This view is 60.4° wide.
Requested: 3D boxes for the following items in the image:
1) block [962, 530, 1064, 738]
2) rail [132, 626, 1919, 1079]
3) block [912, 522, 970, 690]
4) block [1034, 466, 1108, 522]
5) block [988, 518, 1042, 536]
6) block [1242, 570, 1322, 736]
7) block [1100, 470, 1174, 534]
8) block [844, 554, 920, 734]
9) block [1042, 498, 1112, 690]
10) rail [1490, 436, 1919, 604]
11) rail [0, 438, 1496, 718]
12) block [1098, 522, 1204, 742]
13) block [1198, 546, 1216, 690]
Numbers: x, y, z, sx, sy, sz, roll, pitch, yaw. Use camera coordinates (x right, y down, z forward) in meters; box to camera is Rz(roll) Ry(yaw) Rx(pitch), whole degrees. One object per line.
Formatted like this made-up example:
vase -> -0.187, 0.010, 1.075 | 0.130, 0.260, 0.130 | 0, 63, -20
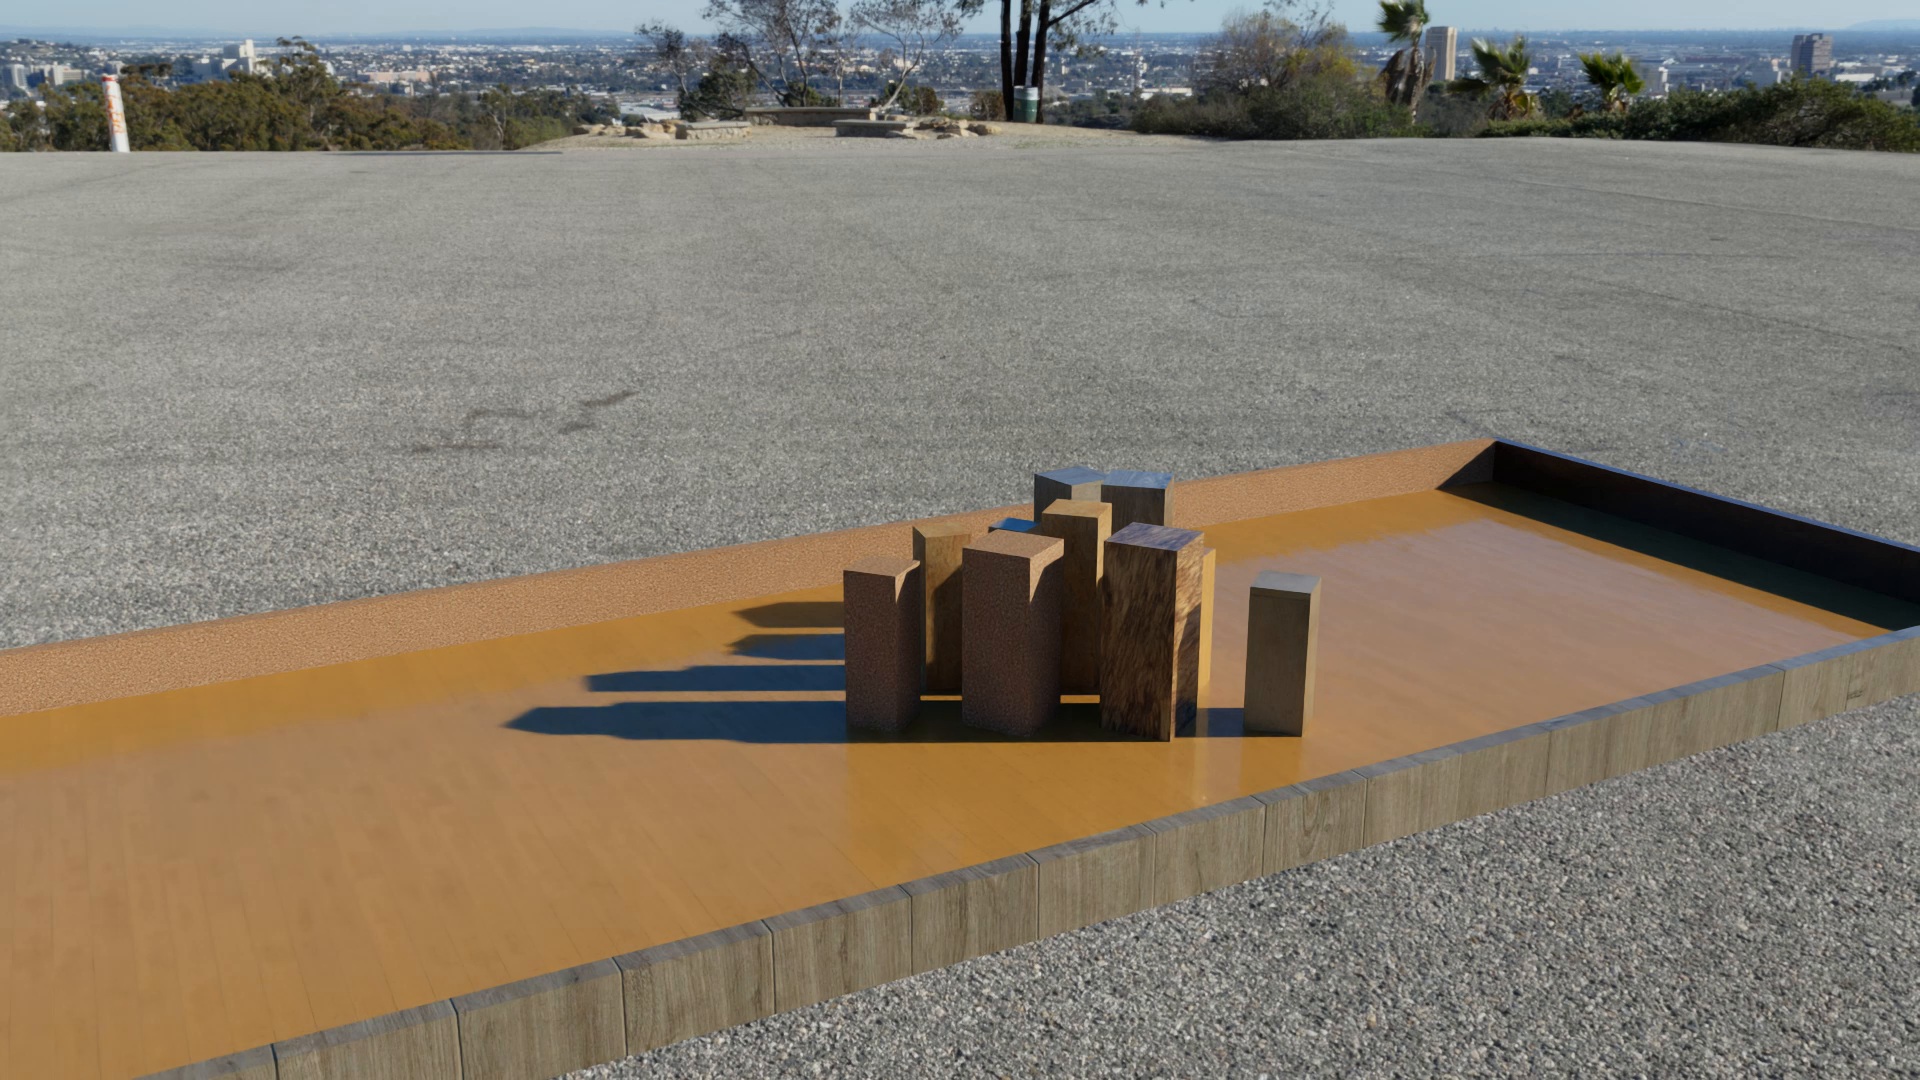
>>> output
block -> 0.123, 0.215, 3.852 | 0.173, 0.434, 0.173 | 9, 19, 28
rail -> -2.336, 1.006, 1.665 | 12.000, 0.150, 0.050 | -9, 18, -27
block -> -0.045, 0.164, 4.099 | 0.115, 0.394, 0.115 | -5, 17, -17
block -> 0.319, 0.014, 4.594 | 0.164, 0.401, 0.164 | -11, 20, -34
block -> 0.145, 0.117, 4.375 | 0.105, 0.328, 0.105 | 9, 19, 29
block -> 0.750, 0.262, 3.844 | 0.138, 0.349, 0.138 | 6, 18, 21
block -> 0.462, 0.062, 4.334 | 0.164, 0.457, 0.164 | 4, 17, 15
block -> -0.181, 0.241, 3.856 | 0.132, 0.382, 0.132 | 7, 18, 22
block -> 0.288, 0.133, 4.117 | 0.141, 0.442, 0.141 | 5, 17, 18
rail -> 2.466, -0.048, 5.253 | 0.050, 0.150, 2.100 | -9, 18, -27
rail -> -3.305, 0.497, 3.399 | 12.000, 0.150, 0.050 | -9, 18, -27
block -> 0.444, 0.210, 3.830 | 0.177, 0.456, 0.177 | 8, 18, 26
block -> 0.554, 0.193, 4.081 | 0.109, 0.348, 0.109 | 9, 19, 27
